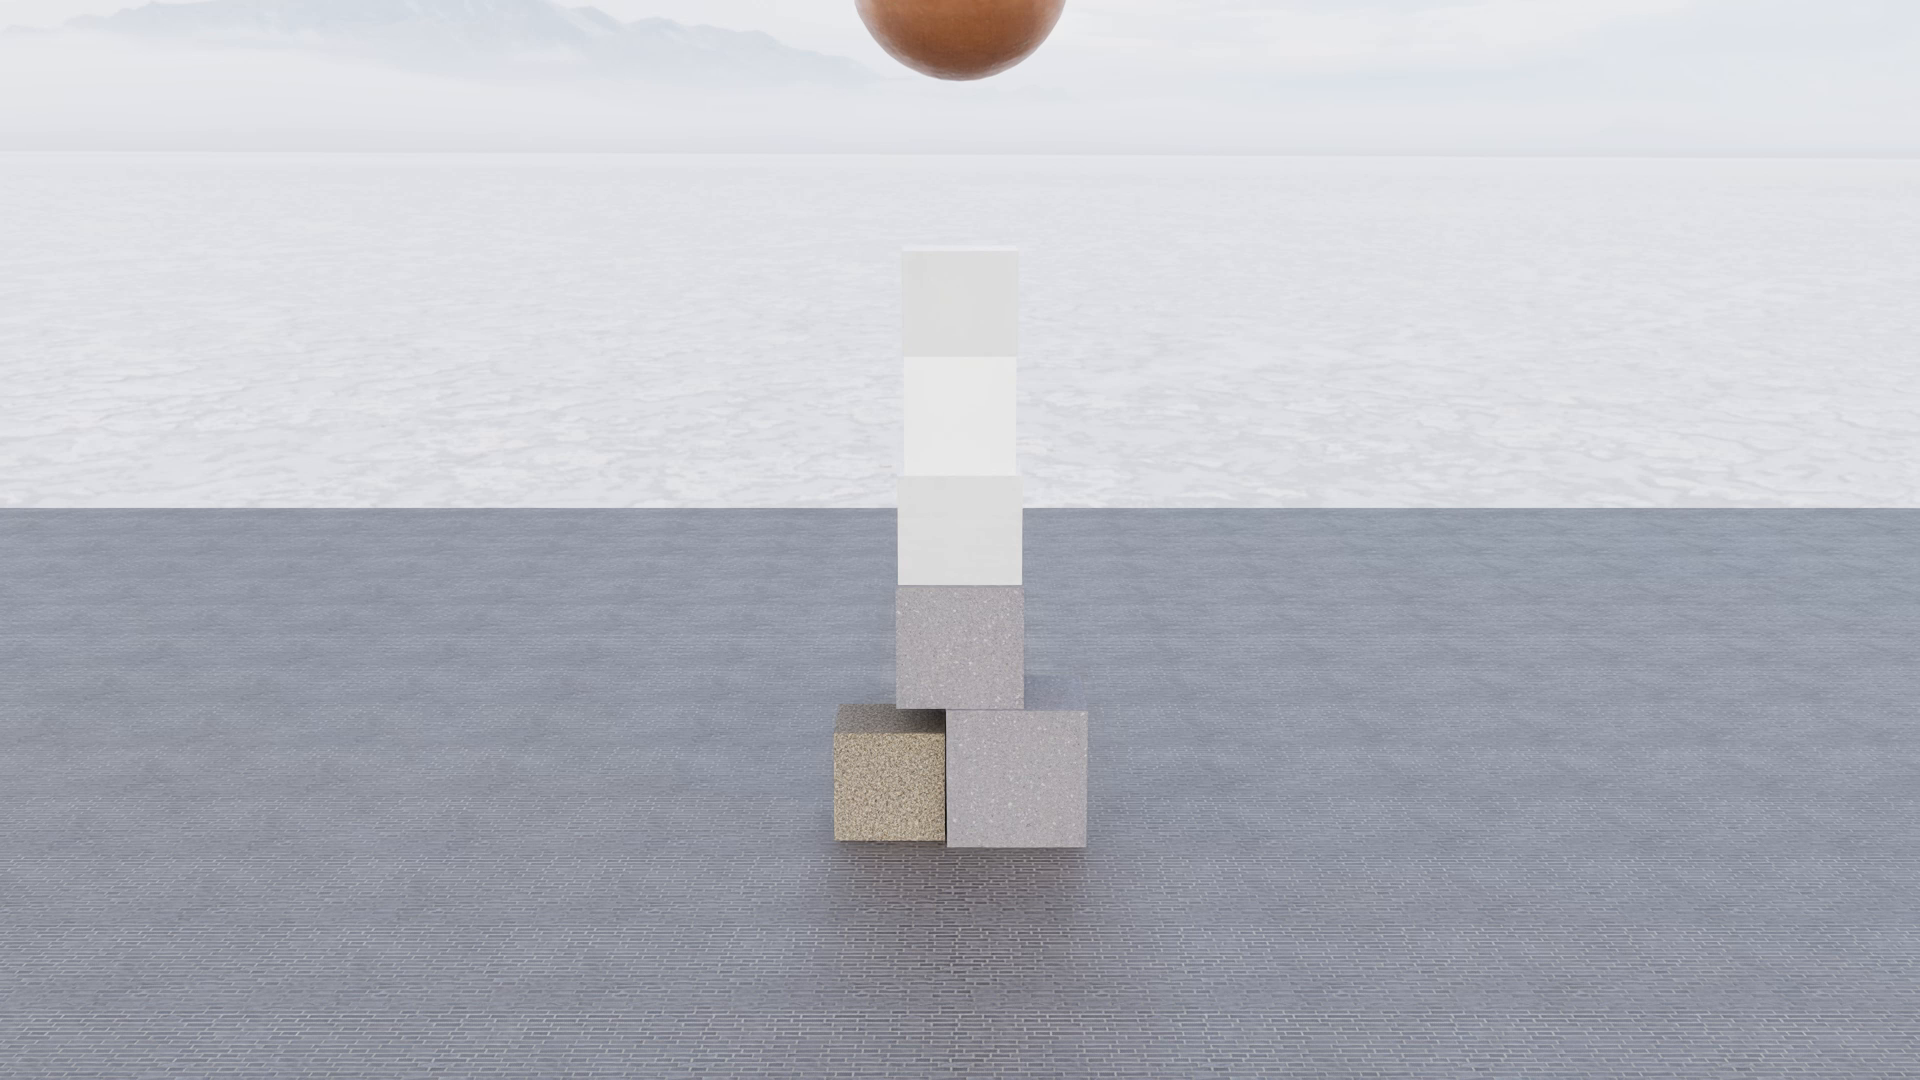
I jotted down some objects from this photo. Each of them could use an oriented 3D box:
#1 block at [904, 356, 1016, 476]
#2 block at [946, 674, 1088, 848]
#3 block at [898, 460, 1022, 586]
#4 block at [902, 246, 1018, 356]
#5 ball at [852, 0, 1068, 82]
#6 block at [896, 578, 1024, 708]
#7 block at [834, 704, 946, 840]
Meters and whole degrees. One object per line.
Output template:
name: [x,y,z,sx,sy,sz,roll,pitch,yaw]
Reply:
block: [0.000,-0.657,11.073,0.550,0.587,0.541,0,10,0]
block: [0.286,1.131,11.367,0.701,0.708,0.745,0,10,0]
block: [0.000,-0.093,11.149,0.617,0.549,0.531,0,10,0]
block: [0.000,-1.198,10.977,0.568,0.514,0.556,0,10,0]
ball: [0.000,-4.083,15.677,1.600,1.600,1.600,0,10,0]
block: [0.000,0.480,11.249,0.637,0.615,0.663,0,10,0]
block: [-0.356,1.197,11.411,0.562,0.562,0.591,0,10,0]
